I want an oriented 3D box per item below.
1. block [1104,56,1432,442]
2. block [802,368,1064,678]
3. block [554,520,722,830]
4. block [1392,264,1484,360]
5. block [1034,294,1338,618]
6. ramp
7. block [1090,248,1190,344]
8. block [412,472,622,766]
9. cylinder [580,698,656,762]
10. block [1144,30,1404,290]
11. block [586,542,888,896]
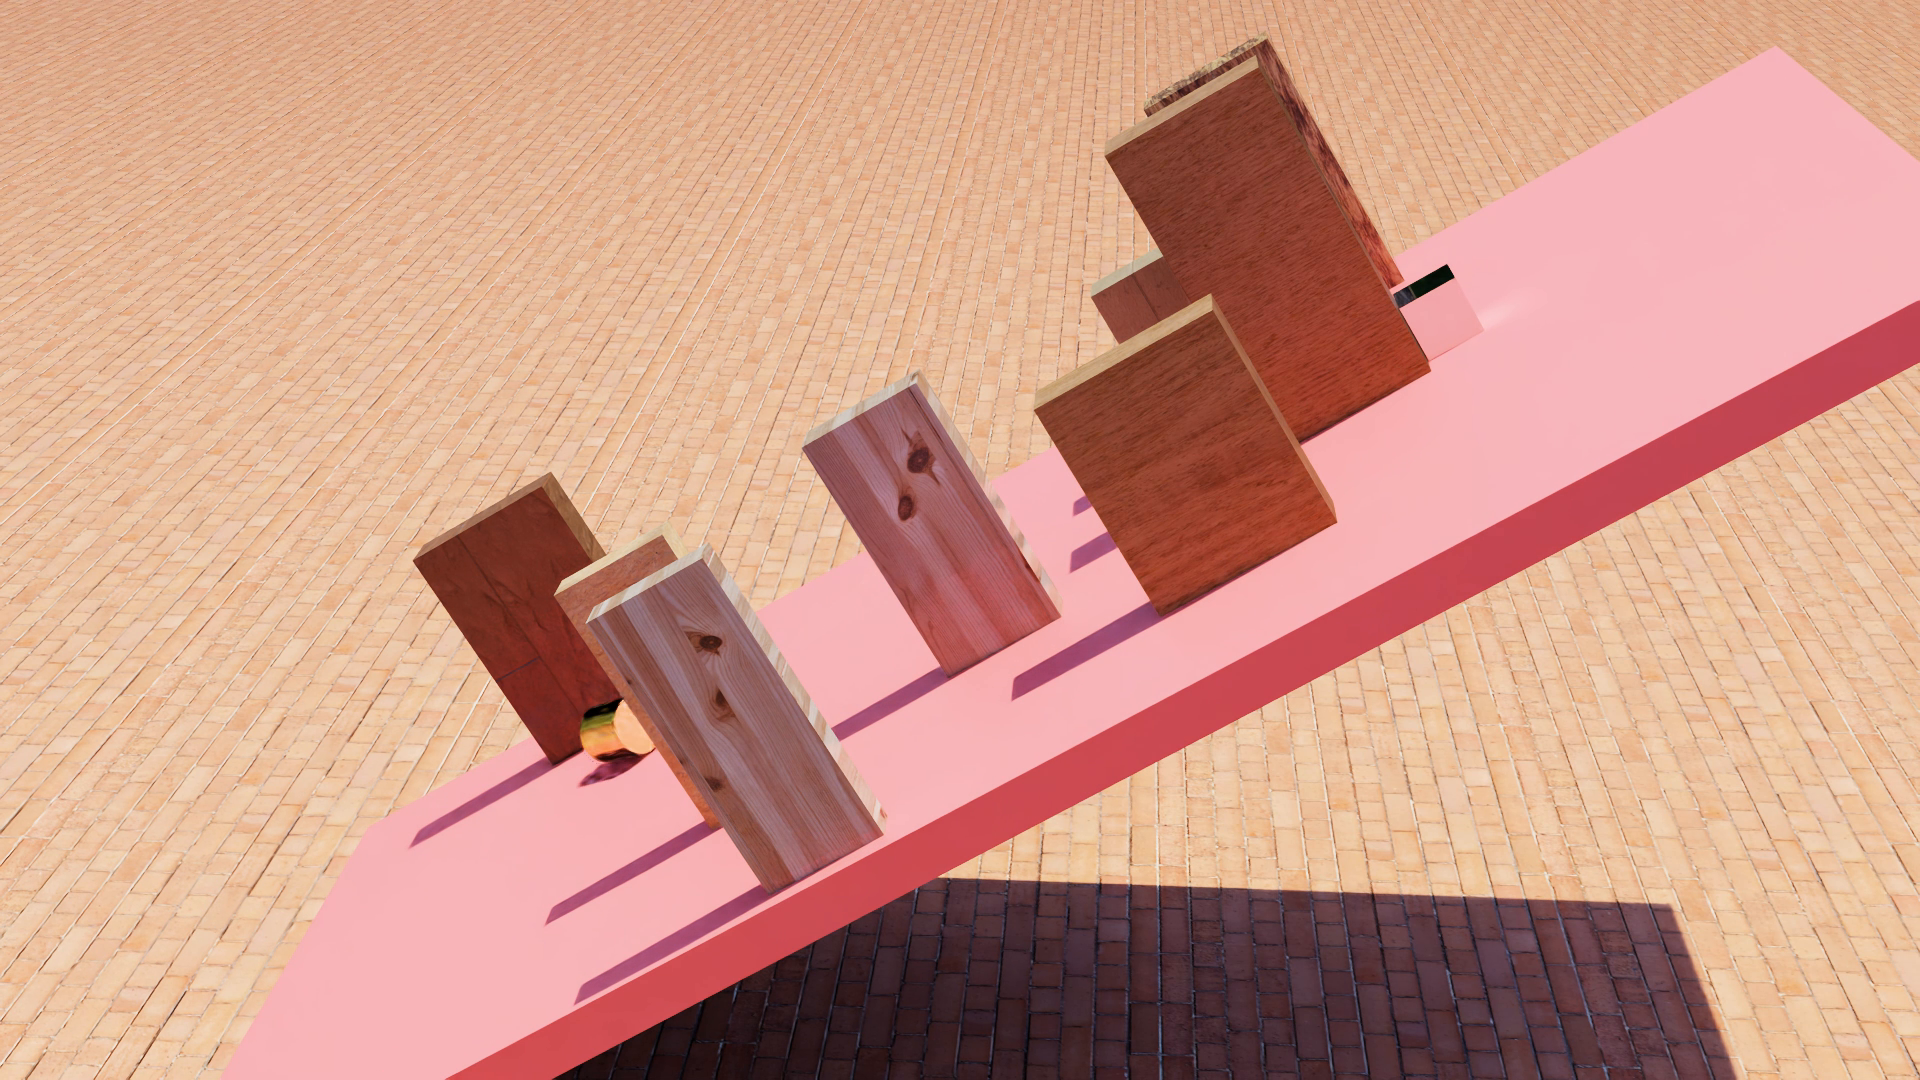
[{"bbox_3d":[0.637,-0.586,6.082,0.357,0.730,0.142,-29,15,12],"label":"block"},{"bbox_3d":[-0.053,-0.032,5.999,0.270,0.573,0.107,-29,15,12],"label":"block"},{"bbox_3d":[-0.546,0.278,5.965,0.260,0.590,0.089,-29,15,12],"label":"block"},{"bbox_3d":[1.003,-0.478,6.170,0.130,0.130,0.130,-29,15,11],"label":"block"},{"bbox_3d":[0.430,-0.159,5.610,0.386,0.480,0.126,-29,15,12],"label":"block"},{"bbox_3d":[0.142,0.168,6.287,4.000,0.100,2.000,-29,15,12],"label":"ramp"},{"bbox_3d":[0.519,-0.448,6.504,0.290,0.413,0.113,-29,15,12],"label":"block"},{"bbox_3d":[-0.985,0.193,7.101,0.374,0.611,0.117,-29,15,12],"label":"block"},{"bbox_3d":[-0.787,0.439,6.830,0.138,0.138,0.138,-20,2,-44],"label":"cylinder"},{"bbox_3d":[0.724,-0.804,6.779,0.320,0.647,0.111,-29,15,12],"label":"block"},{"bbox_3d":[-0.407,0.334,5.425,0.253,0.626,0.087,-29,15,12],"label":"block"}]
